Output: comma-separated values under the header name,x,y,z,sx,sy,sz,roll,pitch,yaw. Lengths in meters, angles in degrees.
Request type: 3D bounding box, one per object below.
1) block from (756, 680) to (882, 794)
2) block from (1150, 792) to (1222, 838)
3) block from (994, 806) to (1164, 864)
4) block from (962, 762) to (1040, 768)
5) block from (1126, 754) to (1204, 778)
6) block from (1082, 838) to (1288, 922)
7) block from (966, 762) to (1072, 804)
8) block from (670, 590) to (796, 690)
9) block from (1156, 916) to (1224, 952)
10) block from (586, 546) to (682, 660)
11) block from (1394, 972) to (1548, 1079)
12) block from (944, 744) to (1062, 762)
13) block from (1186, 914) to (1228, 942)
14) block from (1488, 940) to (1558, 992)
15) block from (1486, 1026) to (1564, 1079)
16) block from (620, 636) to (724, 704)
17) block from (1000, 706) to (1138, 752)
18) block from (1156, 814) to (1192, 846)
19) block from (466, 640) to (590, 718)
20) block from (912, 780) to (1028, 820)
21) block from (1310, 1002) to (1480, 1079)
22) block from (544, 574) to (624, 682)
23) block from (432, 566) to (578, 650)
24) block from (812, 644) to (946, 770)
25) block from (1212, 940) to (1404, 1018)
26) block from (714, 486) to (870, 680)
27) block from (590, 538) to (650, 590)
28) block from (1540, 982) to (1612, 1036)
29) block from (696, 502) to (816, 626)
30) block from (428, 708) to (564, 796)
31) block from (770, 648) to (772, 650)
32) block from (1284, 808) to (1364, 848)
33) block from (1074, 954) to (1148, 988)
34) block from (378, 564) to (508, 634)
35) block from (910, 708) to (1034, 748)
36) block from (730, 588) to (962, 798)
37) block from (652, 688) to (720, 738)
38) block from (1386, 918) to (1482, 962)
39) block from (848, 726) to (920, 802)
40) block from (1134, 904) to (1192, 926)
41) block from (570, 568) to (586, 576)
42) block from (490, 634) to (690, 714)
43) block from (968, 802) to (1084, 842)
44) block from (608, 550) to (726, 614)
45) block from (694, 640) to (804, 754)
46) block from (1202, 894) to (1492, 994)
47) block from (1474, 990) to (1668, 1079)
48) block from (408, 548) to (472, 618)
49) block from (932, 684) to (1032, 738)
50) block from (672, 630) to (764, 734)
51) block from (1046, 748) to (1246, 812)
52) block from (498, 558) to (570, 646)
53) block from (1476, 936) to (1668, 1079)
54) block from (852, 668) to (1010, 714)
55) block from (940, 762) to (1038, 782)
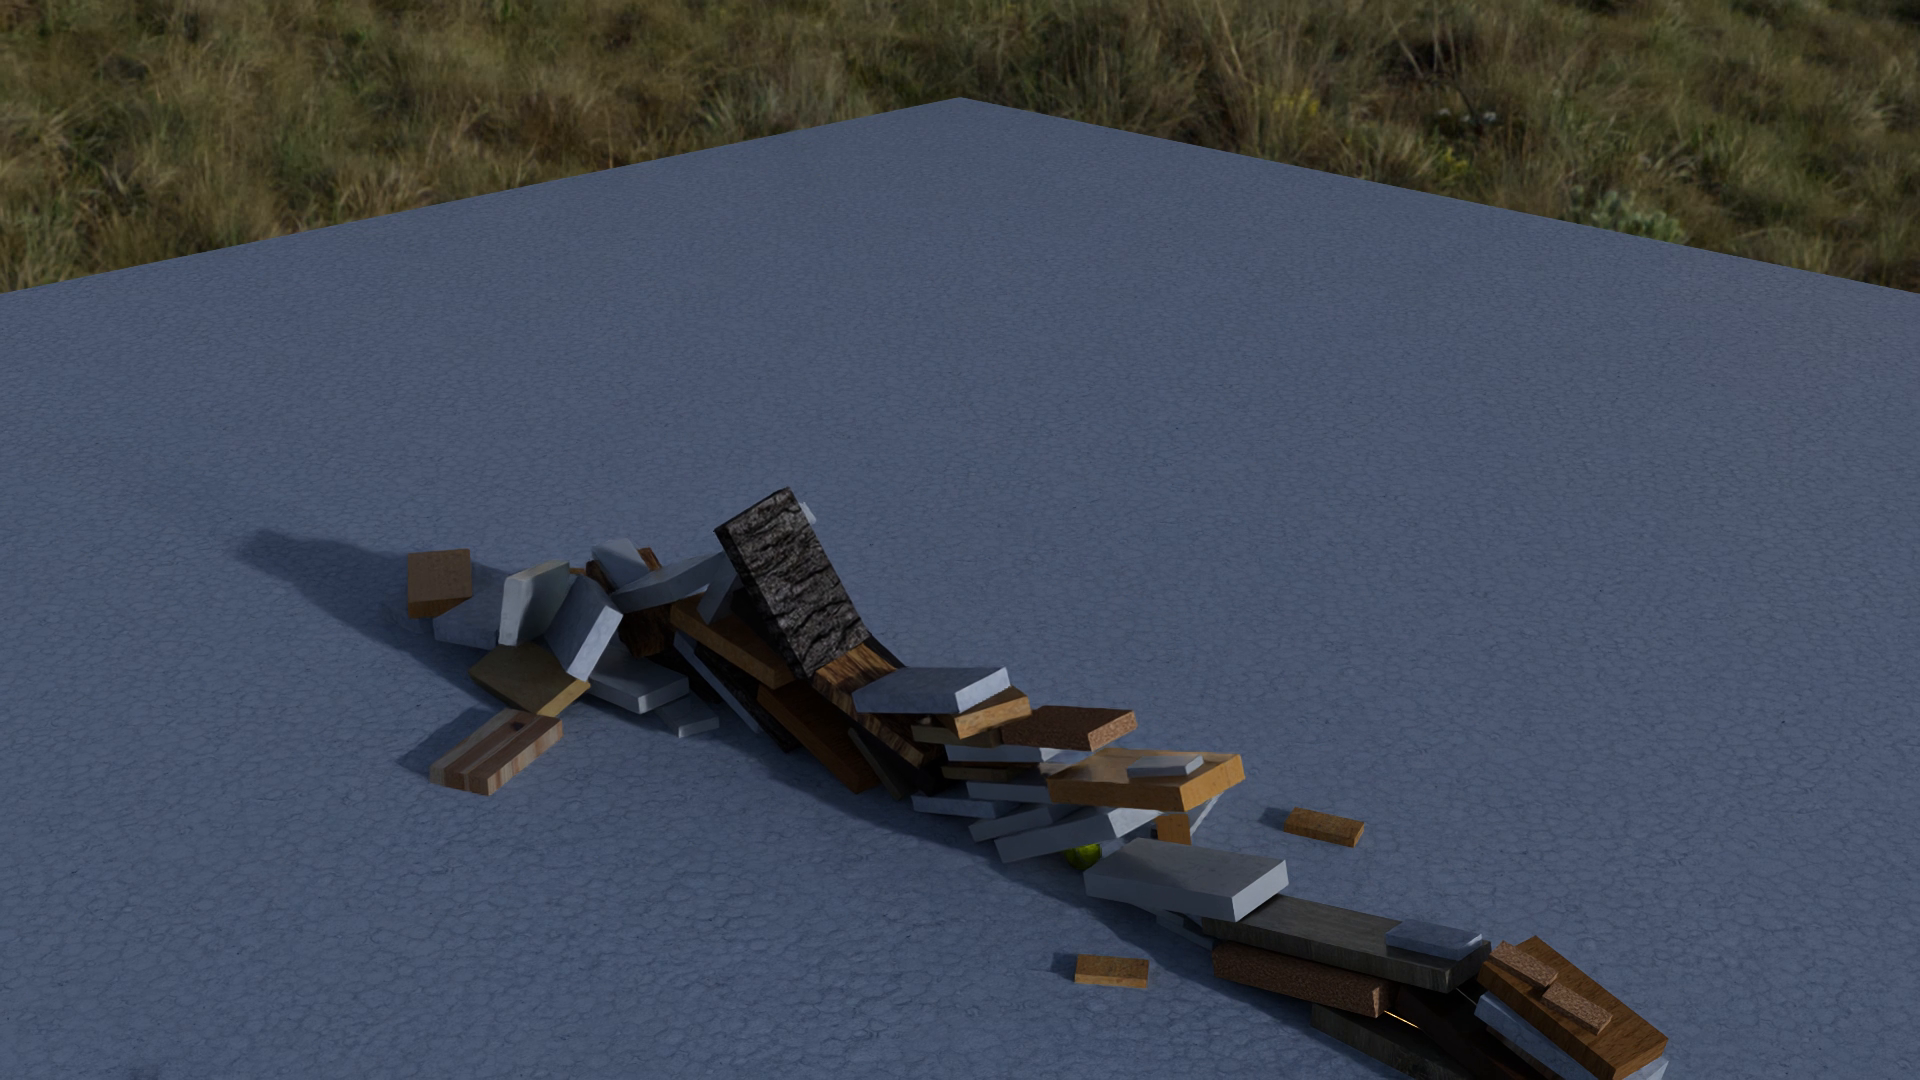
name,x,y,z,sx,sy,sz,roll,pitch,yaw
block,-0.258,0.392,4.659,0.171,0.049,0.343,-19,45,-38
block,0.478,0.531,4.482,0.072,0.020,0.316,11,25,23
block,0.237,0.539,4.186,0.171,0.048,0.341,-21,-1,-40
block,0.098,0.417,4.320,0.182,0.026,0.091,-4,14,44
block,0.373,0.412,4.008,0.127,0.018,0.063,-7,11,37
block,0.415,0.625,4.065,0.341,0.048,0.171,2,18,43
block,0.140,0.472,4.289,0.121,0.034,0.242,-22,13,-41
block,-0.457,0.205,4.813,0.343,0.049,0.171,29,36,35
block,0.435,0.712,4.059,0.067,0.019,0.133,-21,31,-40
block,-0.730,0.142,5.052,0.158,0.045,0.315,-14,42,-24
block,0.903,0.826,3.612,0.173,0.049,0.346,-16,39,-36
block,0.103,0.392,4.277,0.247,0.035,0.123,-5,14,43
block,0.464,0.689,4.039,0.133,0.019,0.067,33,37,30
block,0.912,0.691,3.564,0.101,0.014,0.050,28,36,28
block,1.071,0.902,3.454,0.112,0.032,0.535,-17,40,-37
block,-0.609,0.246,5.006,0.315,0.045,0.157,30,44,28
block,0.203,0.354,4.147,0.123,0.035,0.247,-22,13,-38
block,0.420,0.588,4.315,0.063,0.018,0.127,-4,34,4
block,-0.965,0.310,4.912,0.143,0.041,0.286,-41,41,-24
block,0.028,0.514,4.409,0.121,0.034,0.242,-21,12,-40
block,0.788,0.838,3.724,0.346,0.049,0.173,21,31,40
block,-0.840,0.191,4.891,0.047,0.167,0.334,30,1,-22
block,-1.063,0.160,5.210,0.178,0.050,0.355,8,23,25
block,-0.143,0.338,4.491,0.297,0.042,0.148,36,39,23
block,0.632,0.741,3.851,0.173,0.049,0.346,-22,18,-41
block,-0.345,0.090,4.530,0.178,0.355,0.050,-34,10,-35
block,-0.776,0.066,5.087,0.090,0.026,0.181,-16,43,-26
block,0.979,0.744,3.494,0.101,0.014,0.050,29,36,29
block,-0.438,0.053,4.704,0.167,0.334,0.047,-24,71,-36
block,-0.980,0.446,4.657,0.143,0.041,0.286,9,25,21
block,-0.342,0.244,4.693,0.114,0.016,0.057,33,39,20
block,0.726,0.573,4.385,0.143,0.020,0.072,10,25,23
block,0.271,0.769,3.925,0.127,0.018,0.063,3,23,7
block,-1.249,0.141,5.374,0.150,0.043,0.301,17,29,35
block,0.027,0.365,4.329,0.123,0.035,0.247,-22,13,-37
block,-0.209,0.288,4.608,0.178,0.050,0.644,-22,51,-41
block,-0.613,0.374,4.846,0.095,0.027,0.189,-13,26,-27
block,0.797,0.672,3.702,0.143,0.020,0.072,5,18,45
block,-0.144,0.447,4.544,0.091,0.026,0.182,-22,66,-40
block,0.381,0.675,4.098,0.133,0.019,0.067,18,29,37
block,-0.993,0.102,5.488,0.181,0.026,0.090,-1,23,-2
block,-0.883,0.271,5.031,0.637,0.041,0.143,17,28,40
block,0.139,0.535,4.294,0.121,0.034,0.242,-21,-1,-41
block,-0.644,0.096,4.852,0.167,0.047,0.366,-30,8,-31
block,-0.410,0.312,4.806,0.171,0.049,0.343,-19,50,-38
block,0.665,0.692,3.831,0.136,0.039,0.516,-19,17,-42
block,0.980,0.799,3.531,0.136,0.039,0.273,-21,42,-40
block,-1.265,0.104,5.353,0.150,0.043,0.301,-5,24,-12
block,0.030,0.321,4.344,0.148,0.042,0.297,-16,10,-11
block,-0.480,0.290,4.884,0.158,0.045,0.315,-20,50,-39
block,0.341,0.443,4.077,0.171,0.048,0.341,-21,12,-40
block,-0.971,0.141,5.026,0.043,0.150,0.301,9,9,9
block,0.981,0.753,3.532,0.136,0.039,0.273,-16,39,-36
block,-0.059,0.297,4.357,0.297,0.042,0.148,-4,15,45
block,0.058,0.447,4.359,0.182,0.026,0.091,-3,15,47
